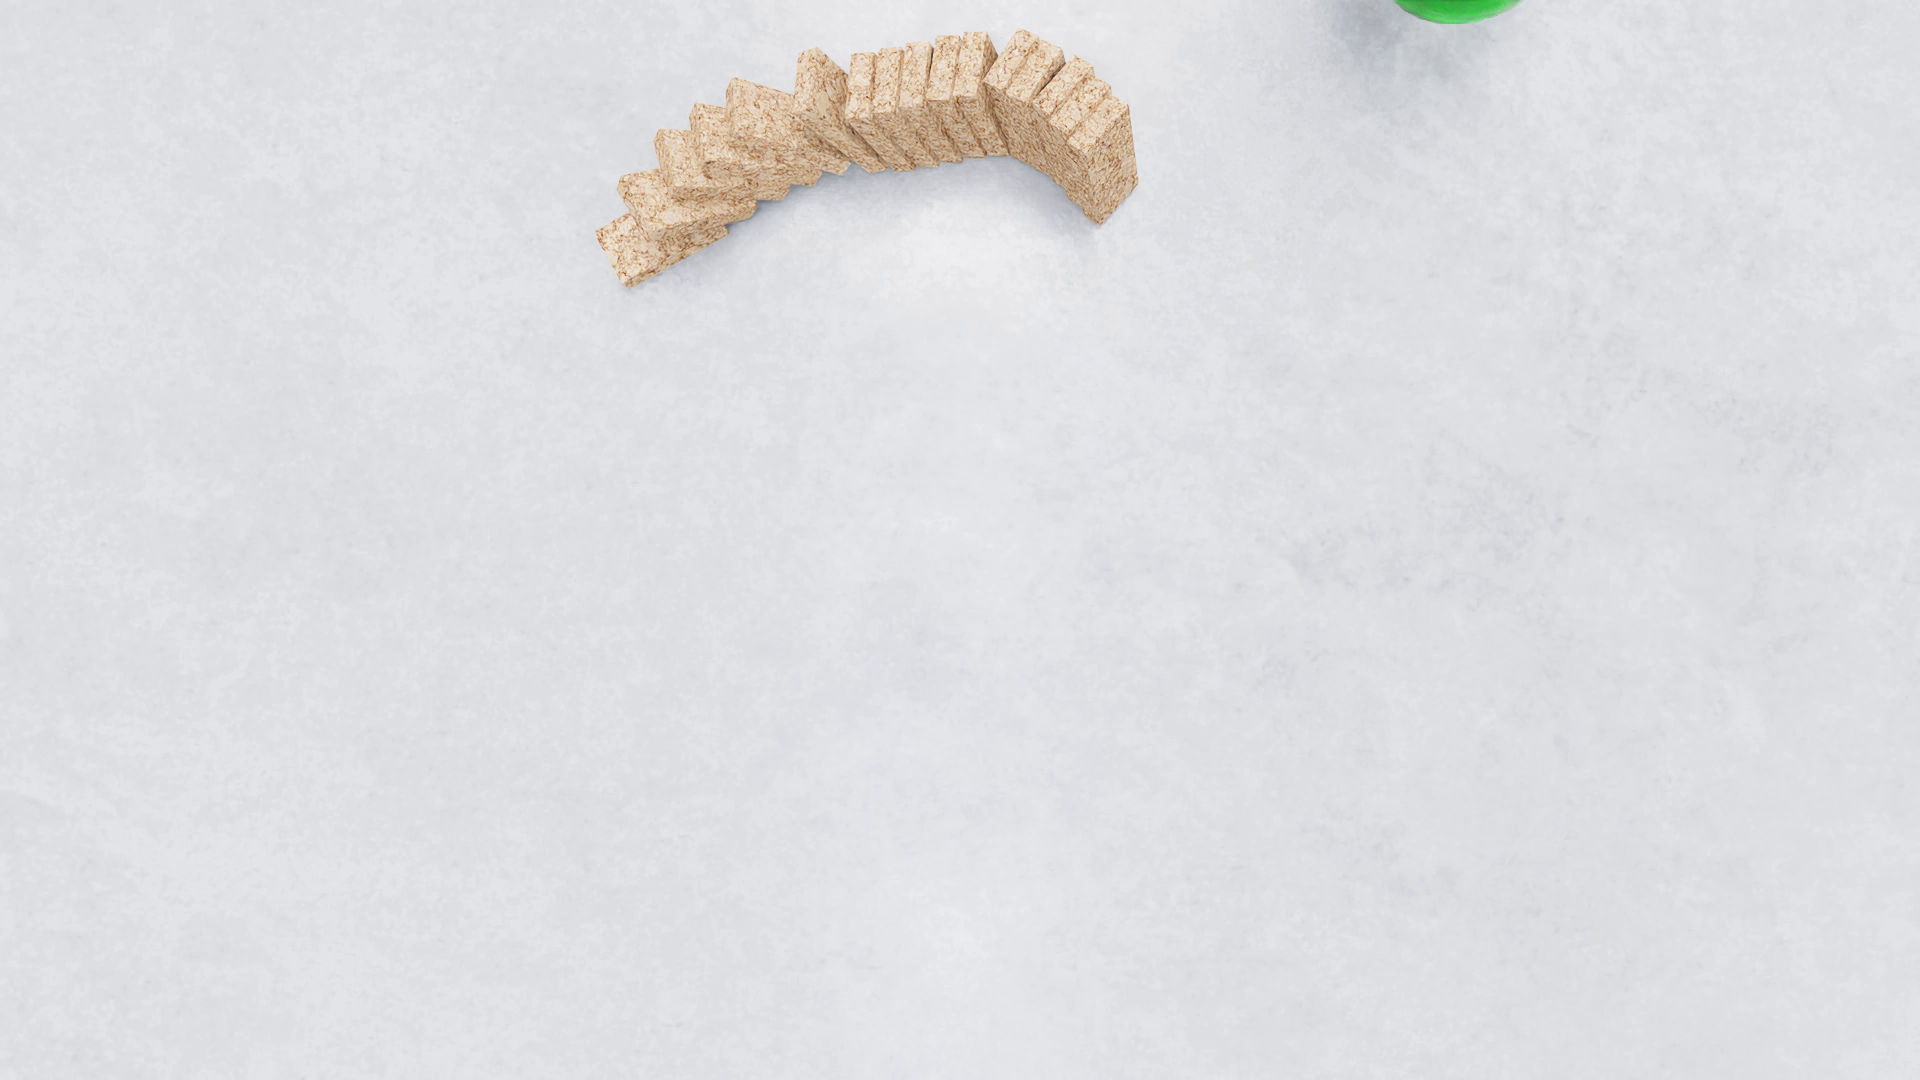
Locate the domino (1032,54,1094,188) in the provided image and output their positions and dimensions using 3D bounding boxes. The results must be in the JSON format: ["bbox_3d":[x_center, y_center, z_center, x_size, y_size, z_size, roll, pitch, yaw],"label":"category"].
[{"bbox_3d":[0.046,-0.169,0.375,0.010,0.050,0.025,42,90,20],"label":"domino"}]

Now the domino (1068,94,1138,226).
[{"bbox_3d":[0.059,-0.154,0.375,0.010,0.050,0.025,42,90,20],"label":"domino"}]

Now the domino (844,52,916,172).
[{"bbox_3d":[-0.031,-0.174,0.375,0.010,0.050,0.025,6,90,19],"label":"domino"}]

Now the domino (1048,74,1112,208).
[{"bbox_3d":[0.052,-0.161,0.375,0.009,0.050,0.025,42,90,20],"label":"domino"}]

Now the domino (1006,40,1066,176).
[{"bbox_3d":[0.035,-0.175,0.375,0.009,0.050,0.025,34,90,20],"label":"domino"}]

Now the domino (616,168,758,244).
[{"bbox_3d":[-0.112,-0.142,0.380,0.050,0.010,0.025,-30,91,-35],"label":"domino"}]

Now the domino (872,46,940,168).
[{"bbox_3d":[-0.020,-0.175,0.375,0.010,0.050,0.025,6,90,19],"label":"domino"}]

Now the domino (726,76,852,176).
[{"bbox_3d":[-0.071,-0.171,0.380,0.050,0.009,0.025,3,75,-31],"label":"domino"}]

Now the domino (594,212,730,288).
[{"bbox_3d":[-0.128,-0.133,0.395,0.050,0.009,0.025,-29,90,0],"label":"domino"}]

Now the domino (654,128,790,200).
[{"bbox_3d":[-0.098,-0.156,0.381,0.050,0.009,0.025,-14,84,-34],"label":"domino"}]

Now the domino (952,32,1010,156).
[{"bbox_3d":[0.011,-0.181,0.375,0.009,0.050,0.025,9,89,19],"label":"domino"}]

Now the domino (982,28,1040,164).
[{"bbox_3d":[0.026,-0.180,0.375,0.010,0.050,0.025,34,90,20],"label":"domino"}]

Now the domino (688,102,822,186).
[{"bbox_3d":[-0.084,-0.164,0.381,0.050,0.009,0.025,-7,80,-33],"label":"domino"}]

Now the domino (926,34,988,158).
[{"bbox_3d":[0.001,-0.180,0.375,0.010,0.050,0.025,9,90,19],"label":"domino"}]

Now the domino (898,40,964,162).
[{"bbox_3d":[-0.010,-0.178,0.375,0.009,0.050,0.025,6,90,19],"label":"domino"}]

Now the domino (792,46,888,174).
[{"bbox_3d":[-0.047,-0.174,0.375,0.010,0.050,0.025,1,83,32],"label":"domino"}]

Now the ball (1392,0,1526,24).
[{"bbox_3d":[0.204,-0.248,0.360,0.080,0.080,0.080,0,90,0],"label":"ball"}]
